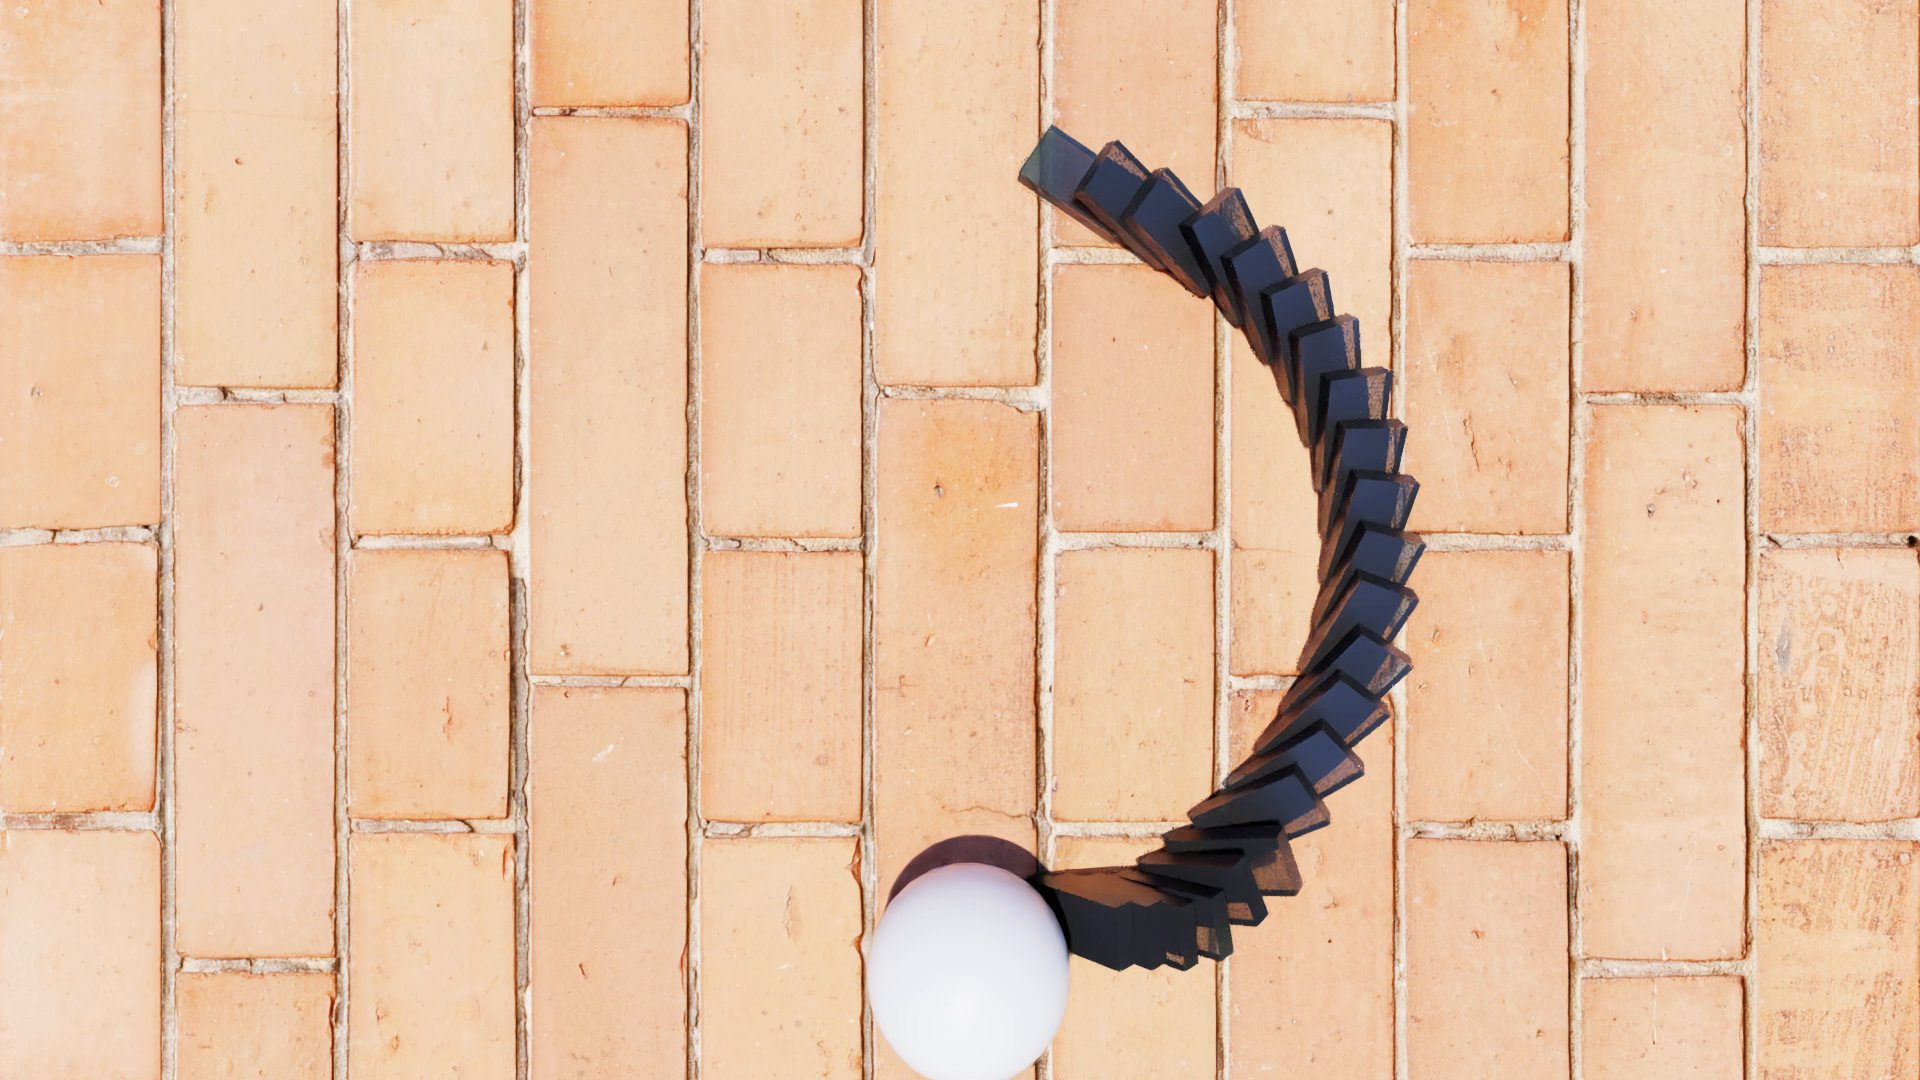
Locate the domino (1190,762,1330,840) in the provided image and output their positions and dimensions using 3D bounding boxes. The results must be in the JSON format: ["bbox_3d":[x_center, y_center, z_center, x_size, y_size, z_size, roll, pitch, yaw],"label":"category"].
[{"bbox_3d":[0.125,0.115,0.384,0.050,0.009,0.025,-35,90,28],"label":"domino"}]

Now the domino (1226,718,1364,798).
[{"bbox_3d":[0.140,0.099,0.384,0.025,0.009,0.050,47,118,0],"label":"domino"}]

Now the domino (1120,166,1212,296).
[{"bbox_3d":[0.093,-0.129,0.385,0.050,0.010,0.025,35,90,-26],"label":"domino"}]

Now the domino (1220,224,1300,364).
[{"bbox_3d":[0.130,-0.102,0.384,0.025,0.010,0.050,-32,118,0],"label":"domino"}]

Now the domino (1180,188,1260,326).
[{"bbox_3d":[0.115,-0.118,0.384,0.025,0.009,0.050,-39,118,-1],"label":"domino"}]

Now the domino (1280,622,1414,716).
[{"bbox_3d":[0.161,0.061,0.384,0.025,0.010,0.050,33,118,0],"label":"domino"}]

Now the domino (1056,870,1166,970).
[{"bbox_3d":[0.061,0.156,0.378,0.010,0.050,0.025,-4,90,-41],"label":"domino"}]

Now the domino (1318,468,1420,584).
[{"bbox_3d":[0.170,-0.004,0.384,0.025,0.009,0.050,6,119,0],"label":"domino"}]

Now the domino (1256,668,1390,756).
[{"bbox_3d":[0.151,0.079,0.384,0.025,0.009,0.050,37,118,0],"label":"domino"}]

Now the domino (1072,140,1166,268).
[{"bbox_3d":[0.074,-0.140,0.385,0.050,0.009,0.025,33,90,-25],"label":"domino"}]

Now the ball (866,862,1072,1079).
[{"bbox_3d":[0.003,0.169,0.360,0.080,0.080,0.080,0,90,0],"label":"ball"}]

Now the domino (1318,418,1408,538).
[{"bbox_3d":[0.168,-0.025,0.384,0.025,0.010,0.050,-2,119,0],"label":"domino"}]

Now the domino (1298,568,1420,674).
[{"bbox_3d":[0.166,0.039,0.384,0.025,0.009,0.050,20,119,0],"label":"domino"}]

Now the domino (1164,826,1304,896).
[{"bbox_3d":[0.113,0.133,0.380,0.050,0.009,0.025,-18,93,40],"label":"domino"}]

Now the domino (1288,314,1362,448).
[{"bbox_3d":[0.154,-0.066,0.384,0.025,0.009,0.050,-18,119,0],"label":"domino"}]

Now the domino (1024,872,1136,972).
[{"bbox_3d":[0.049,0.156,0.378,0.010,0.050,0.025,-4,90,-41],"label":"domino"}]

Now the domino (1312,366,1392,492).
[{"bbox_3d":[0.164,-0.046,0.384,0.025,0.010,0.050,-7,118,0],"label":"domino"}]

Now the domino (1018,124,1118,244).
[{"bbox_3d":[0.053,-0.153,0.395,0.050,0.009,0.025,34,90,0],"label":"domino"}]

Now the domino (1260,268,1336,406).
[{"bbox_3d":[0.144,-0.085,0.384,0.025,0.009,0.050,-23,118,0],"label":"domino"}]

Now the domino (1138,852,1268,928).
[{"bbox_3d":[0.099,0.143,0.378,0.010,0.050,0.025,-22,90,-40],"label":"domino"}]

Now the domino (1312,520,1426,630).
[{"bbox_3d":[0.170,0.018,0.384,0.025,0.010,0.050,15,119,0],"label":"domino"}]

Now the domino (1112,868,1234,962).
[{"bbox_3d":[0.087,0.153,0.378,0.009,0.050,0.025,-9,90,-40],"label":"domino"}]

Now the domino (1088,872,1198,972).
[{"bbox_3d":[0.074,0.156,0.378,0.009,0.050,0.025,-4,91,-41],"label":"domino"}]
